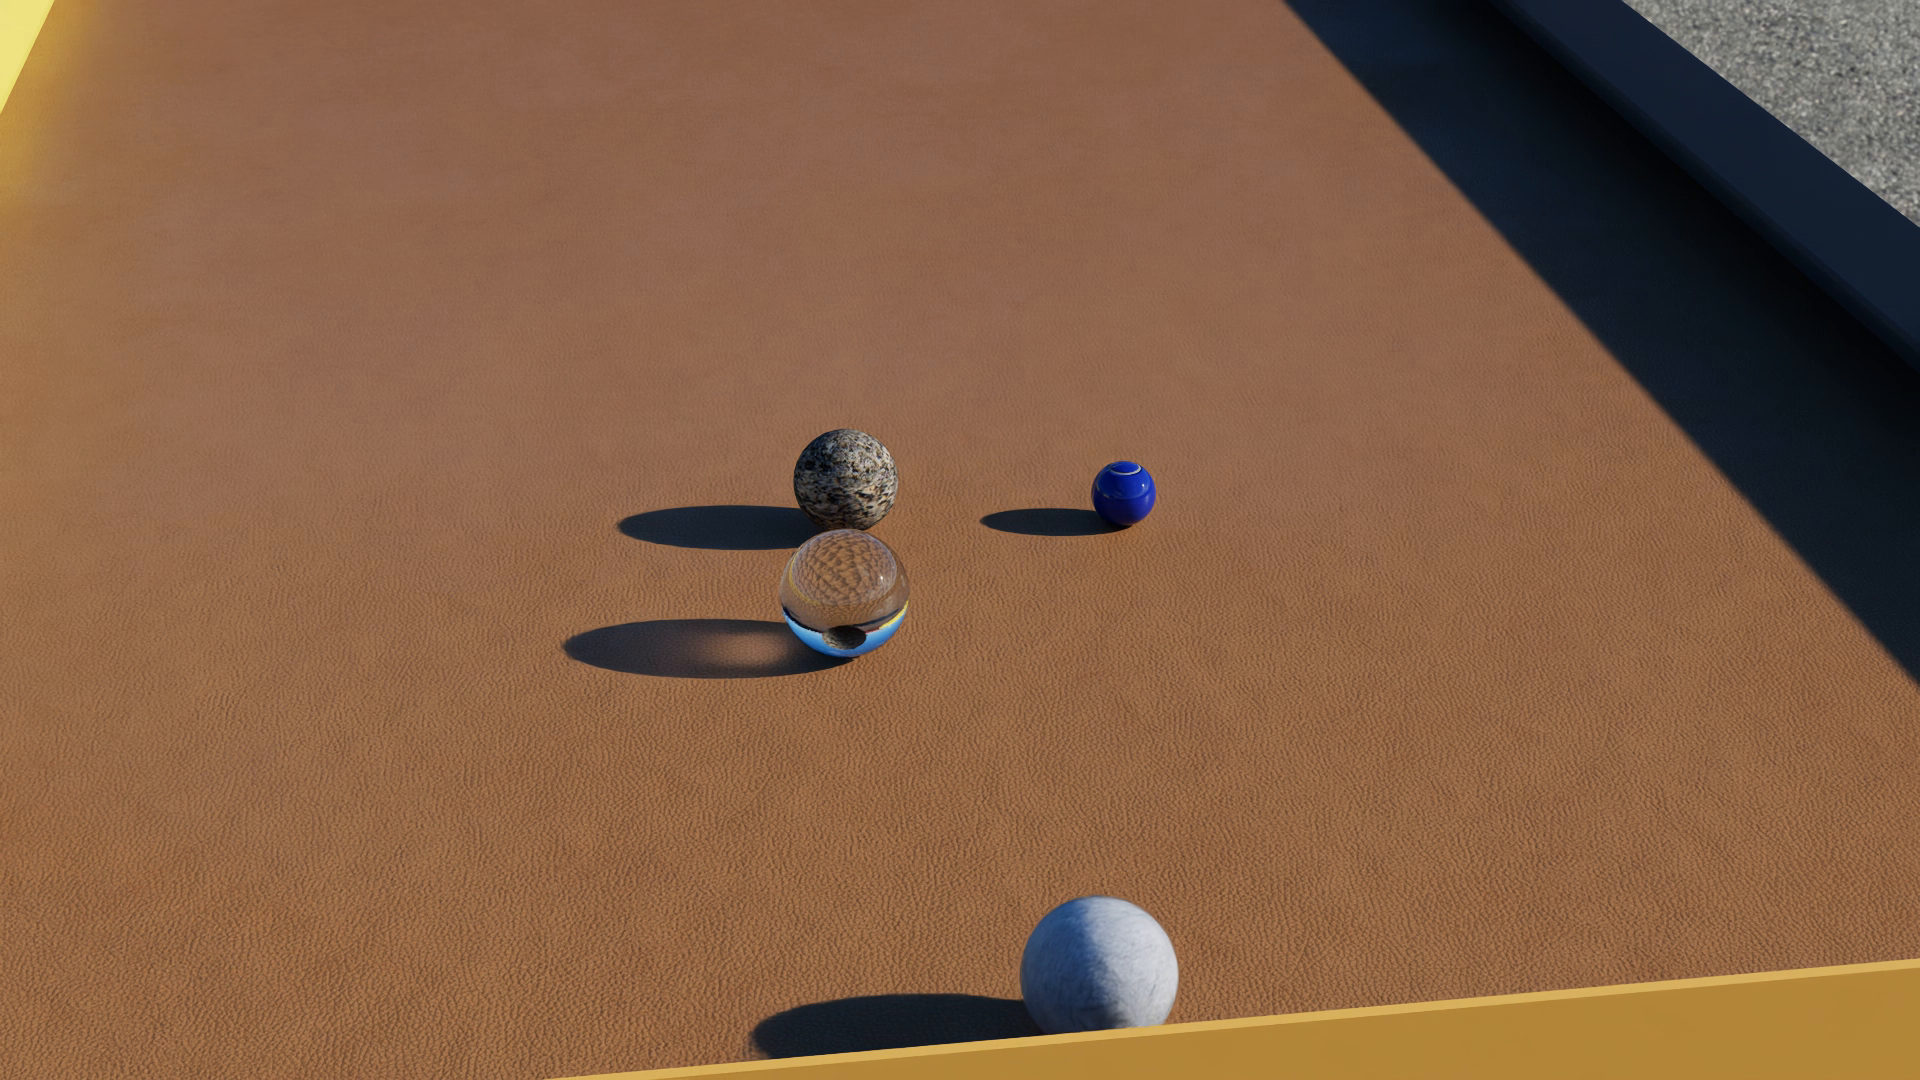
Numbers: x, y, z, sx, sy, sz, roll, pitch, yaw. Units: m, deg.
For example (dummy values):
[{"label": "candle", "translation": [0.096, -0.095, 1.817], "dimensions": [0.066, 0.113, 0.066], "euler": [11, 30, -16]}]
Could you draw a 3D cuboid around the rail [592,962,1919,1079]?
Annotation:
[{"label": "rail", "translation": [0.096, 0.260, 1.377], "dimensions": [1.607, 0.108, 0.045], "euler": [-4, 26, -8]}]

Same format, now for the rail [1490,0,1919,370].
[{"label": "rail", "translation": [0.671, -0.359, 2.662], "dimensions": [0.045, 0.108, 2.698], "euler": [-4, 26, -8]}]

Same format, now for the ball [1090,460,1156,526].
[{"label": "ball", "translation": [0.114, -0.033, 2.057], "dimensions": [0.046, 0.046, 0.046], "euler": [0, 26, 0]}]

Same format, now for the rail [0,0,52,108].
[{"label": "rail", "translation": [-0.871, -0.259, 2.454], "dimensions": [0.045, 0.108, 2.698], "euler": [-4, 26, -8]}]

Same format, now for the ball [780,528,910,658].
[{"label": "ball", "translation": [-0.074, 0.034, 1.876], "dimensions": [0.083, 0.083, 0.083], "euler": [0, 26, 0]}]

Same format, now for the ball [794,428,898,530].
[{"label": "ball", "translation": [-0.079, -0.041, 2.042], "dimensions": [0.073, 0.073, 0.073], "euler": [0, 26, 0]}]

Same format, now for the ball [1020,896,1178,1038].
[{"label": "ball", "translation": [0.070, 0.221, 1.490], "dimensions": [0.081, 0.081, 0.081], "euler": [0, 26, 0]}]
